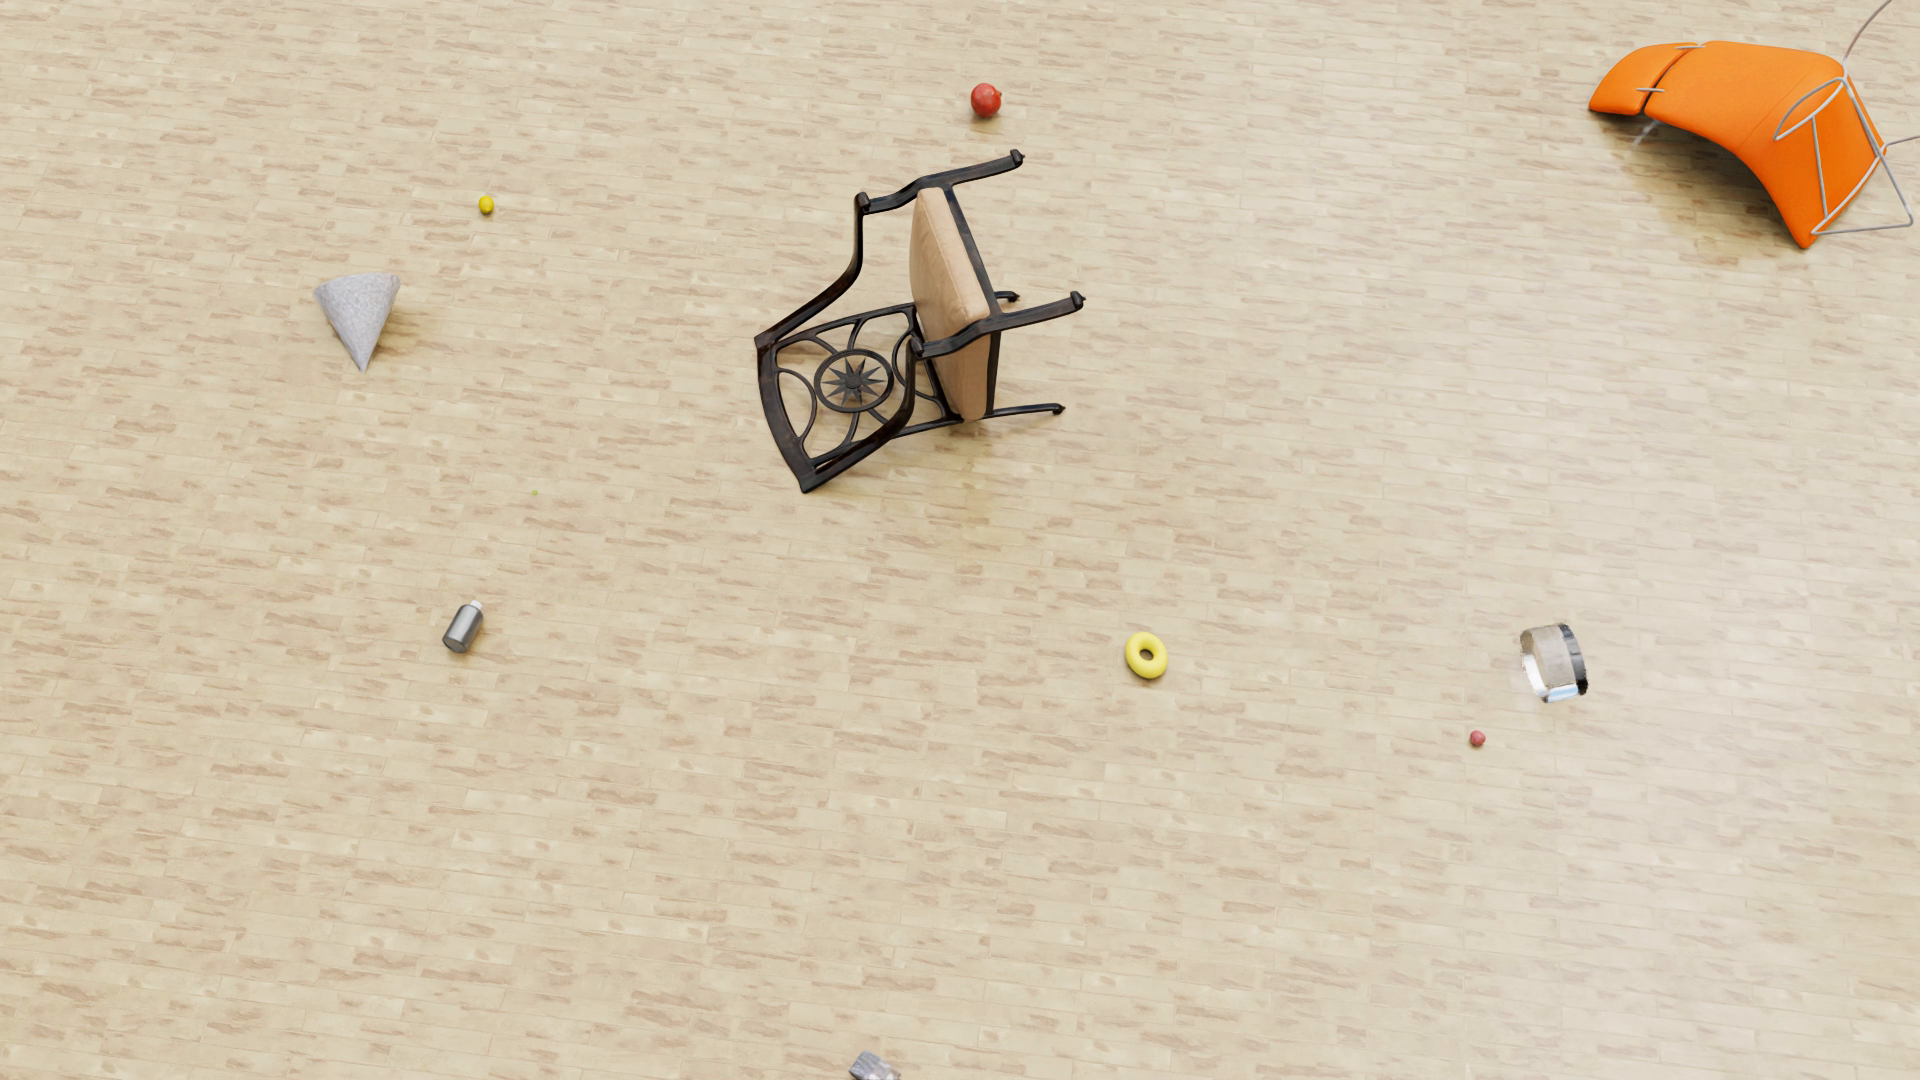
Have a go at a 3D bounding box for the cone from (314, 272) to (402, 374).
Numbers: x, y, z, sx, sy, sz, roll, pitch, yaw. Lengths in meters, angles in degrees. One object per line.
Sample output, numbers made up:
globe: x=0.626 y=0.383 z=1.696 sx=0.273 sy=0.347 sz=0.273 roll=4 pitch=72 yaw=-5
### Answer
cone: x=-1.896 y=-0.662 z=6.956 sx=0.300 sy=0.203 sz=0.294 roll=-12 pitch=76 yaw=18

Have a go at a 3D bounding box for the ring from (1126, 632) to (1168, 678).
ring: x=0.536 y=0.331 z=6.320 sx=0.117 sy=0.054 sz=0.150 roll=-18 pitch=57 yaw=-10

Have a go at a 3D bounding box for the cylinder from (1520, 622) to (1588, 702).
cylinder: x=1.688 y=0.348 z=6.250 sx=0.112 sy=0.149 sz=0.224 roll=-10 pitch=62 yaw=-6
